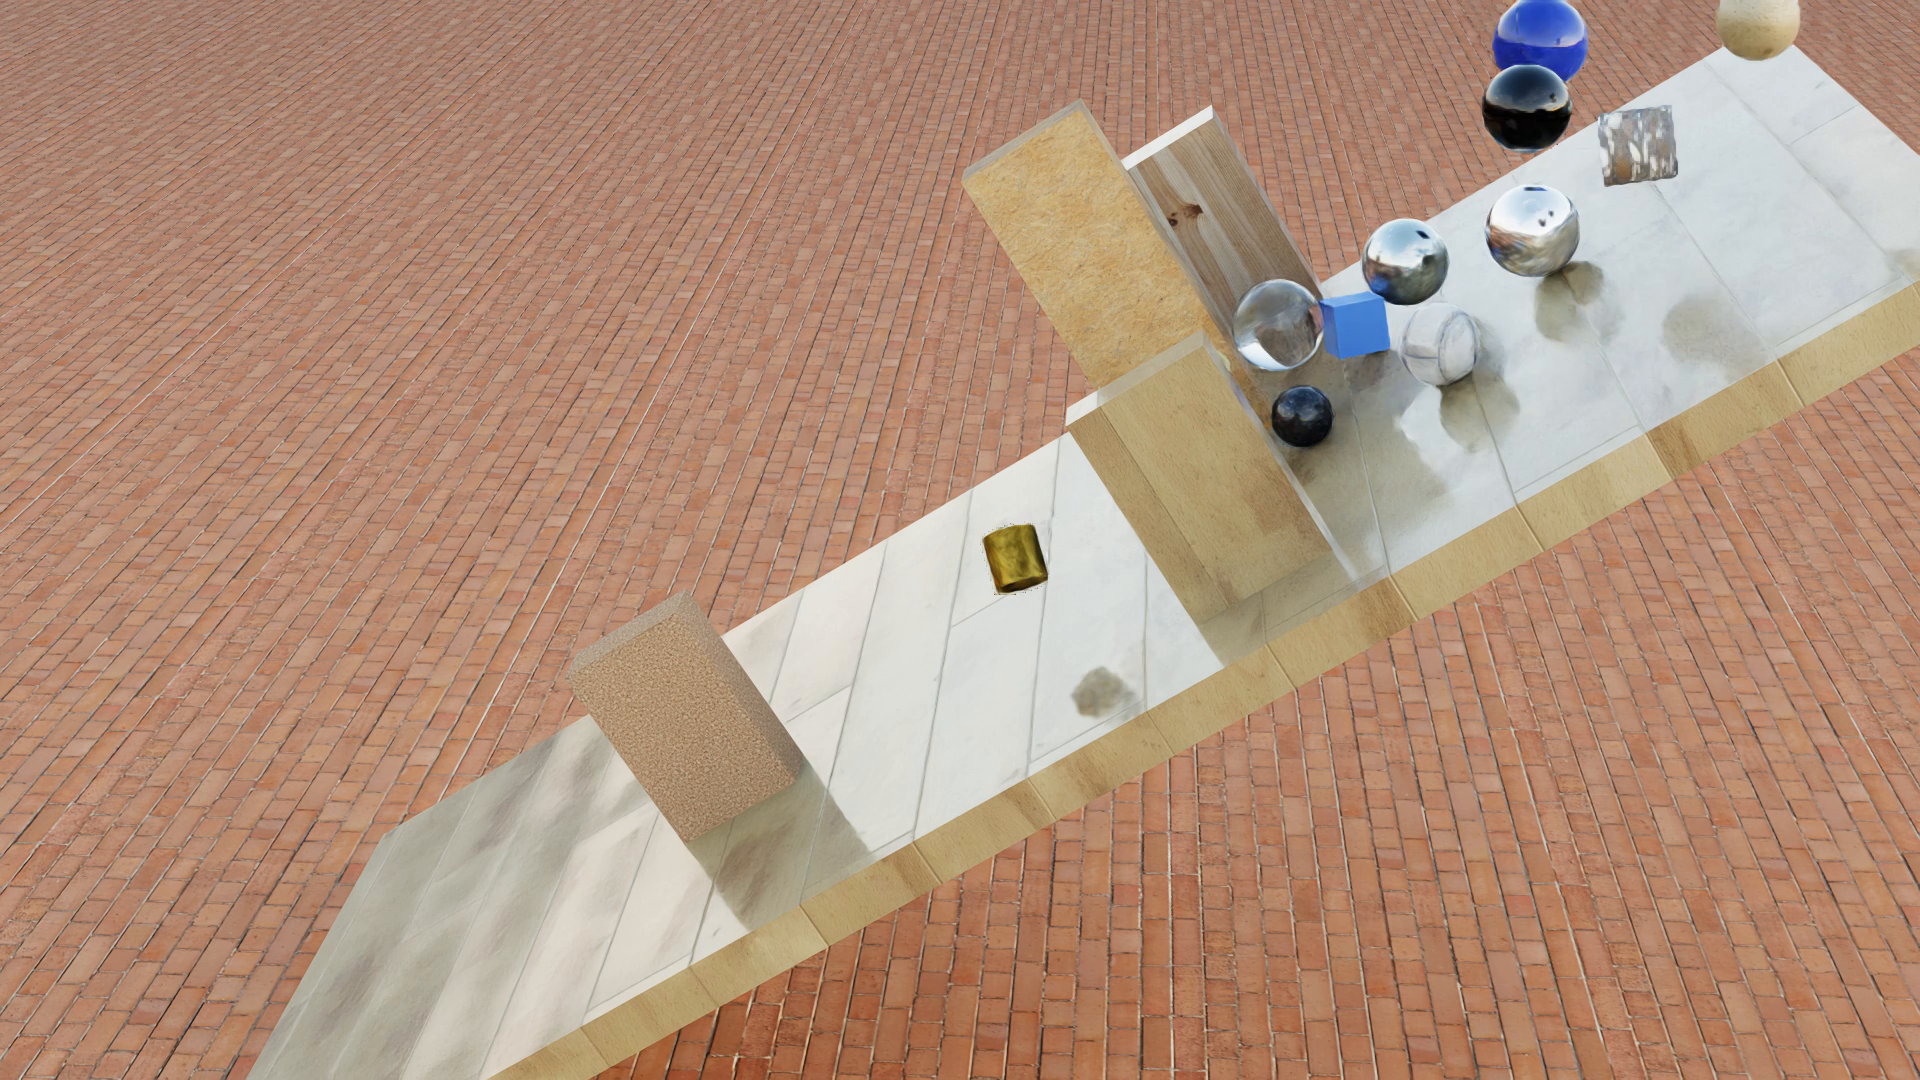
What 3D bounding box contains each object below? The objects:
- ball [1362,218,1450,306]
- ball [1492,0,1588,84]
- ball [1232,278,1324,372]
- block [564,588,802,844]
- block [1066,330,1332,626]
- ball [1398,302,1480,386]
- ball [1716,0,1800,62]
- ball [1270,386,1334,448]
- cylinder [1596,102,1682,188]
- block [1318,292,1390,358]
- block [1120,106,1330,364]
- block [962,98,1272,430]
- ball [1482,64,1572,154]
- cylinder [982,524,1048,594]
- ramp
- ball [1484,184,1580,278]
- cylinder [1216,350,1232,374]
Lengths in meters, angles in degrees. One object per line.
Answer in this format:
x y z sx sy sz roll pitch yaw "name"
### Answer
0.954 -0.595 6.299 0.187 0.187 0.187 0 20 0 "ball"
1.221 -1.045 6.188 0.199 0.199 0.199 0 20 0 "ball"
0.683 -0.461 6.318 0.198 0.198 0.198 0 20 0 "ball"
-0.571 0.368 6.119 0.281 0.439 0.141 -30 15 13 "block"
0.443 -0.114 5.453 0.293 0.460 0.111 -30 15 13 "block"
0.949 -0.389 5.826 0.164 0.164 0.164 0 20 0 "ball"
1.524 -0.994 5.616 0.157 0.157 0.157 0 20 0 "ball"
0.698 -0.252 5.996 0.128 0.128 0.128 0 20 0 "ball"
1.276 -0.742 5.535 0.137 0.137 0.137 -10 18 13 "cylinder"
0.845 -0.461 6.301 0.112 0.112 0.112 -12 13 -7 "block"
0.563 -0.668 6.785 0.366 0.536 0.141 -30 15 13 "block"
0.343 -0.518 6.266 0.292 0.799 0.121 -30 15 13 "block"
1.128 -0.860 5.859 0.178 0.178 0.178 0 20 0 "ball"
0.111 0.037 5.873 0.109 0.109 0.109 -15 -12 -3 "cylinder"
0.140 0.170 6.293 4.000 0.100 2.000 -30 15 13 "ramp"
1.180 -0.637 6.058 0.195 0.195 0.195 0 20 0 "ball"
0.483 -0.272 6.135 0.189 0.189 0.189 -9 36 6 "cylinder"
